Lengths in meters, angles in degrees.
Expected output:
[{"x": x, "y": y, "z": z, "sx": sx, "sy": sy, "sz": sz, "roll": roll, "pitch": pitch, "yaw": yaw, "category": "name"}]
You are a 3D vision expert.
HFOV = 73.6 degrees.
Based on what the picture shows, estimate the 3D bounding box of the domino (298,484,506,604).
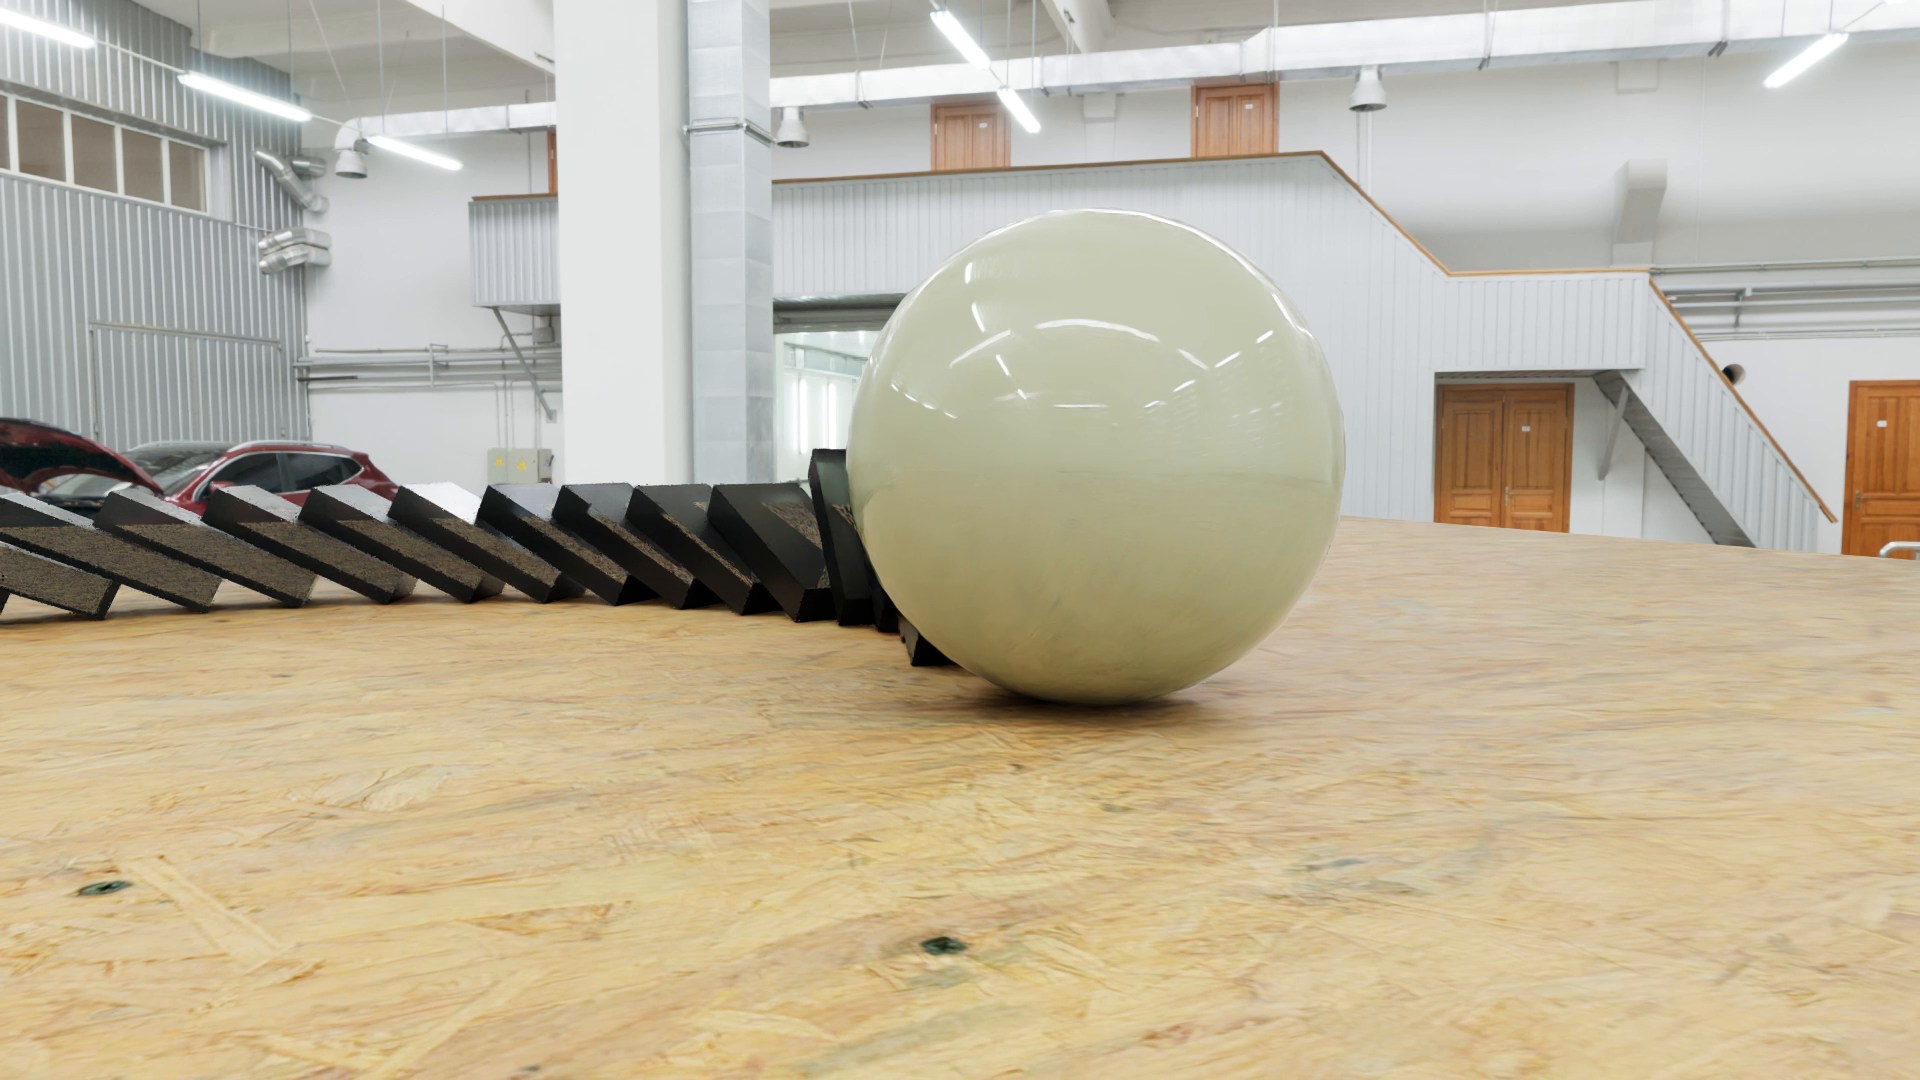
[{"x": -0.151, "y": 0.001, "z": 0.352, "sx": 0.050, "sy": 0.009, "sz": 0.025, "roll": 27, "pitch": 4, "yaw": -2, "category": "domino"}]

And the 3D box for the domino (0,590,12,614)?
[{"x": -0.240, "y": 0.006, "z": 0.278, "sx": 0.025, "sy": 0.009, "sz": 0.050, "roll": 3, "pitch": -20, "yaw": 32, "category": "domino"}]

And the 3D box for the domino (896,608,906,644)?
[{"x": -0.004, "y": 0.000, "z": 0.289, "sx": 0.025, "sy": 0.009, "sz": 0.050, "roll": -1, "pitch": 47, "yaw": -14, "category": "domino"}]

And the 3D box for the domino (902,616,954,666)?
[{"x": -0.001, "y": 0.002, "z": 0.262, "sx": 0.025, "sy": 0.009, "sz": 0.050, "roll": -1, "pitch": 47, "yaw": -13, "category": "domino"}]

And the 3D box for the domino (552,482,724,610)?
[{"x": -0.083, "y": 0.001, "z": 0.348, "sx": 0.050, "sy": 0.009, "sz": 0.025, "roll": 32, "pitch": 18, "yaw": 22, "category": "domino"}]

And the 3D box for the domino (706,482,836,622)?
[{"x": -0.042, "y": 0.002, "z": 0.327, "sx": 0.025, "sy": 0.009, "sz": 0.050, "roll": -3, "pitch": 34, "yaw": -39, "category": "domino"}]

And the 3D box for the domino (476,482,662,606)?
[{"x": -0.105, "y": 0.000, "z": 0.354, "sx": 0.050, "sy": 0.010, "sz": 0.025, "roll": 30, "pitch": 14, "yaw": 16, "category": "domino"}]

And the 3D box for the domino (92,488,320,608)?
[{"x": -0.194, "y": 0.002, "z": 0.334, "sx": 0.050, "sy": 0.009, "sz": 0.025, "roll": 27, "pitch": -6, "yaw": -22, "category": "domino"}]

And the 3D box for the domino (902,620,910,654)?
[{"x": -0.002, "y": 0.001, "z": 0.276, "sx": 0.025, "sy": 0.010, "sz": 0.050, "roll": -1, "pitch": 47, "yaw": -13, "category": "domino"}]

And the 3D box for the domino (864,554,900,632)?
[{"x": -0.010, "y": -0.001, "z": 0.303, "sx": 0.025, "sy": 0.009, "sz": 0.050, "roll": 0, "pitch": 47, "yaw": -15, "category": "domino"}]

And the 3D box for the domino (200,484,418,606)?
[{"x": -0.173, "y": 0.001, "z": 0.346, "sx": 0.050, "sy": 0.009, "sz": 0.025, "roll": 27, "pitch": 0, "yaw": -10, "category": "domino"}]

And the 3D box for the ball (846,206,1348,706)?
[{"x": 0.021, "y": -0.013, "z": 0.210, "sx": 0.080, "sy": 0.080, "sz": 0.080, "roll": 0, "pitch": 4, "yaw": 0, "category": "ball"}]

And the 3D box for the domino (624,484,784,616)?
[{"x": -0.063, "y": 0.001, "z": 0.339, "sx": 0.050, "sy": 0.009, "sz": 0.025, "roll": 35, "pitch": 23, "yaw": 30, "category": "domino"}]

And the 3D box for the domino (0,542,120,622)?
[{"x": -0.230, "y": 0.005, "z": 0.303, "sx": 0.050, "sy": 0.010, "sz": 0.025, "roll": 28, "pitch": -15, "yaw": -38, "category": "domino"}]

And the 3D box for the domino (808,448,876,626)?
[{"x": -0.021, "y": -0.002, "z": 0.315, "sx": 0.025, "sy": 0.009, "sz": 0.050, "roll": -1, "pitch": 47, "yaw": -18, "category": "domino"}]

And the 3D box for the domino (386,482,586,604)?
[{"x": -0.128, "y": 0.000, "z": 0.354, "sx": 0.050, "sy": 0.009, "sz": 0.025, "roll": 28, "pitch": 8, "yaw": 5, "category": "domino"}]

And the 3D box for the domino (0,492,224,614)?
[{"x": -0.213, "y": 0.003, "z": 0.322, "sx": 0.050, "sy": 0.010, "sz": 0.025, "roll": 27, "pitch": -9, "yaw": -27, "category": "domino"}]
